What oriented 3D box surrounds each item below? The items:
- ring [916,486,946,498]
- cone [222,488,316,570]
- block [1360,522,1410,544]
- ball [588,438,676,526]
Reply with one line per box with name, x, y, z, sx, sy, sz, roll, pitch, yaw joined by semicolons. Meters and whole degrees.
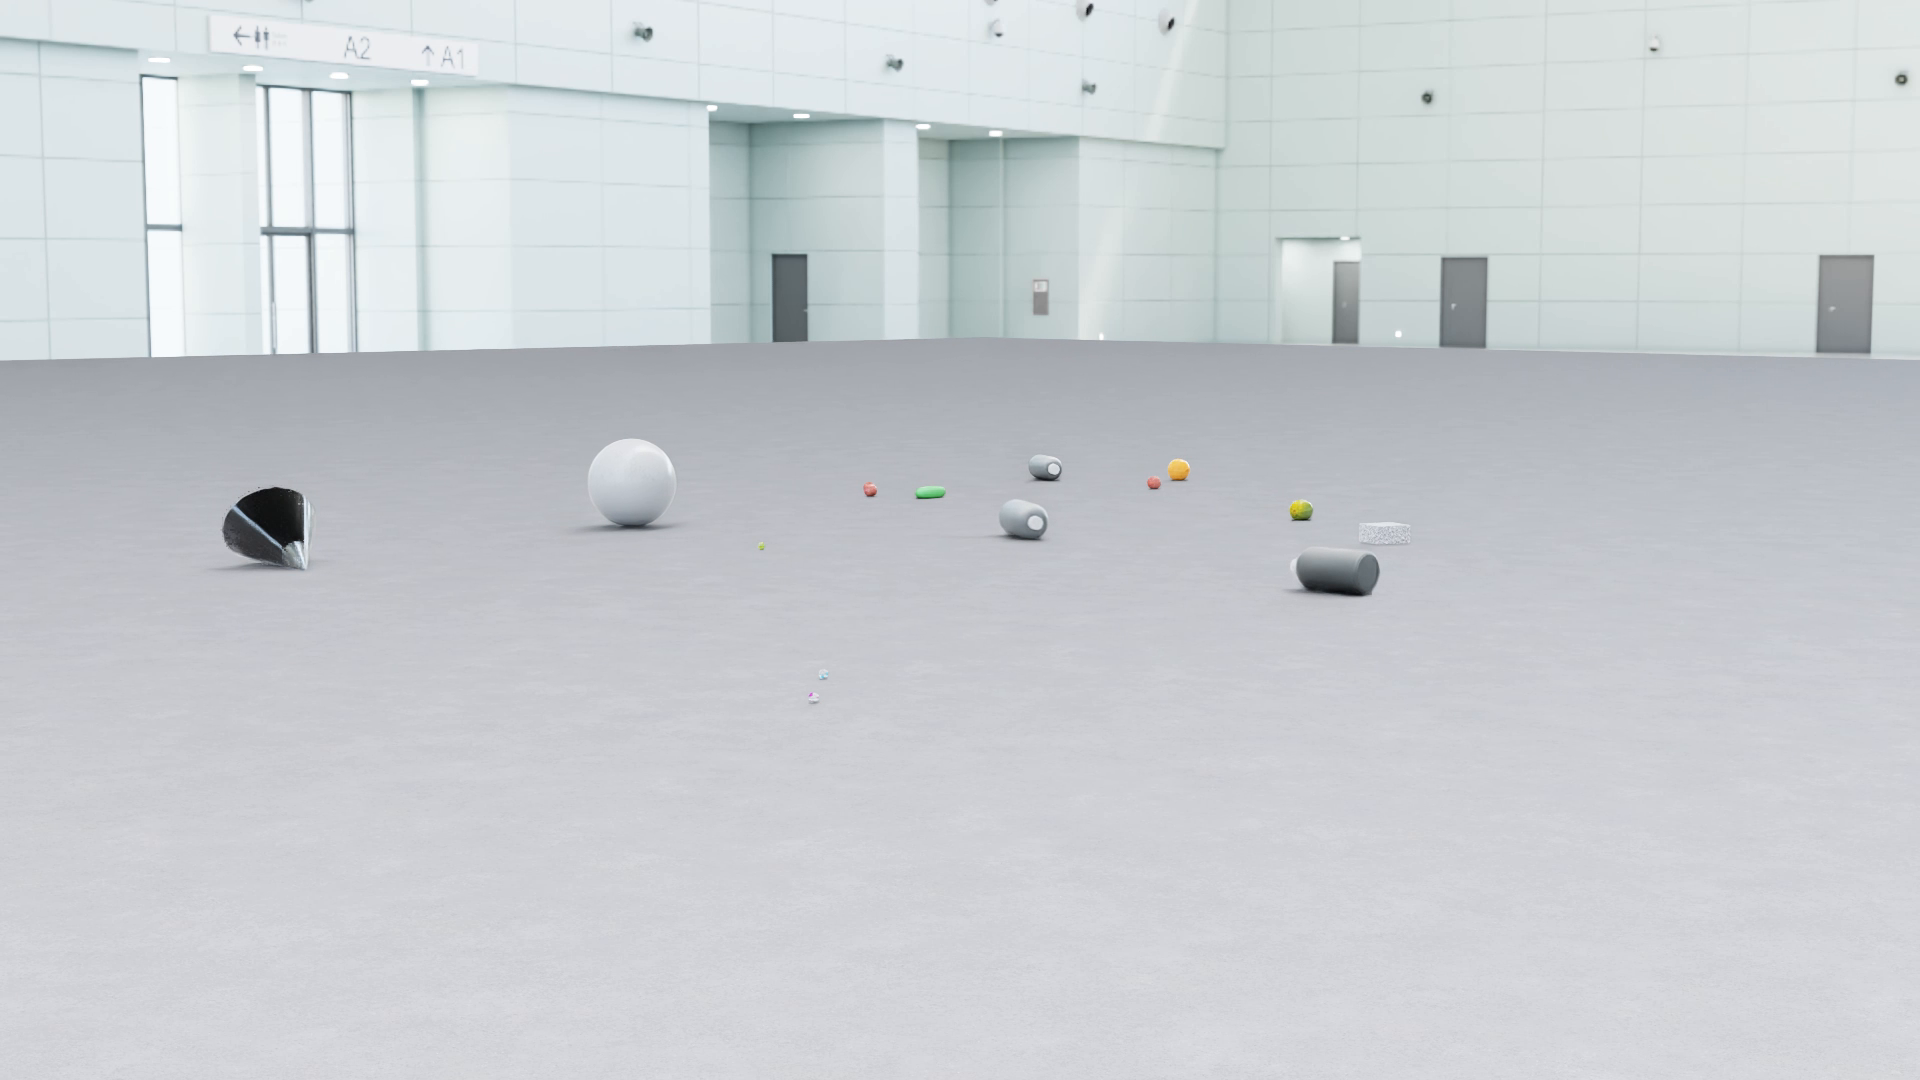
ring;-0.088;-0.142;7.641;0.066;0.031;0.126;6;9;34
cone;-1.524;0.017;5.816;0.237;0.197;0.189;20;18;-50
block;1.052;-0.017;6.357;0.093;0.045;0.086;-3;6;-24
ball;-0.862;-0.151;6.739;0.232;0.232;0.232;0;6;0
